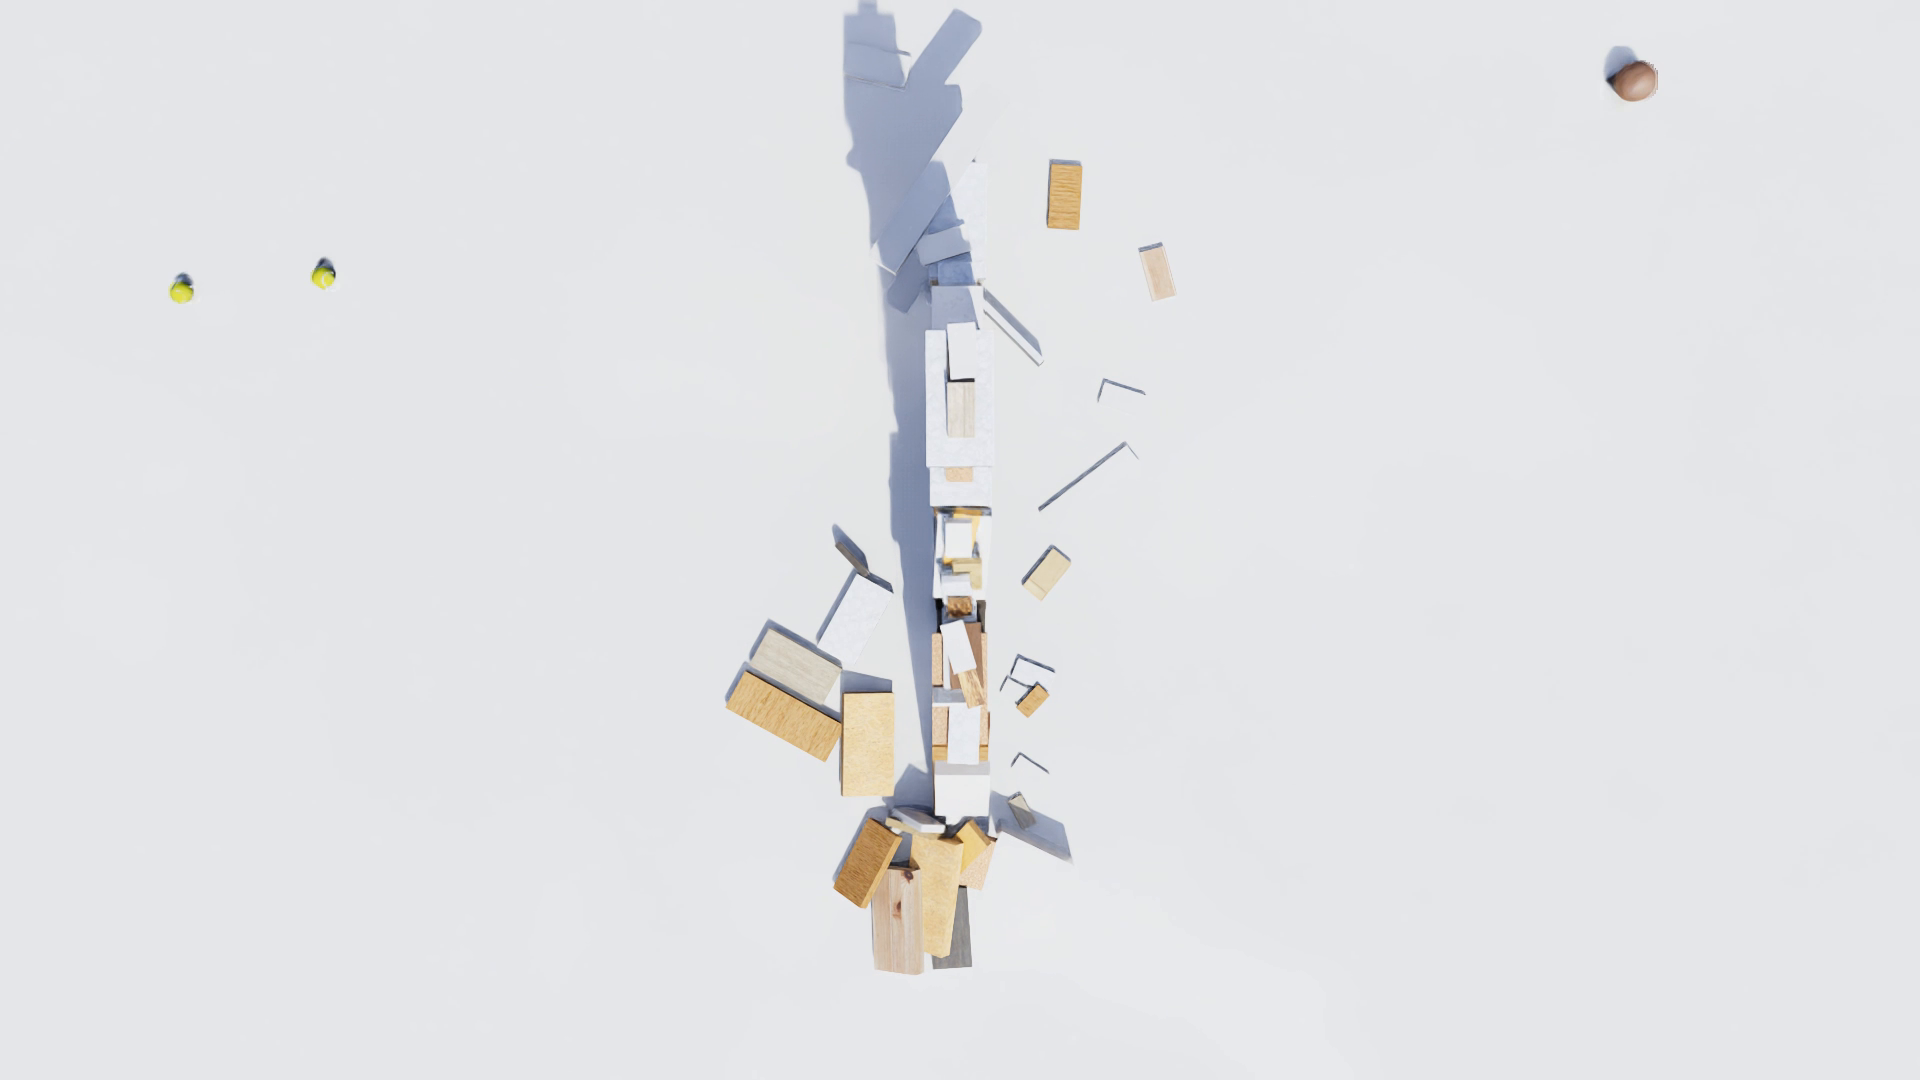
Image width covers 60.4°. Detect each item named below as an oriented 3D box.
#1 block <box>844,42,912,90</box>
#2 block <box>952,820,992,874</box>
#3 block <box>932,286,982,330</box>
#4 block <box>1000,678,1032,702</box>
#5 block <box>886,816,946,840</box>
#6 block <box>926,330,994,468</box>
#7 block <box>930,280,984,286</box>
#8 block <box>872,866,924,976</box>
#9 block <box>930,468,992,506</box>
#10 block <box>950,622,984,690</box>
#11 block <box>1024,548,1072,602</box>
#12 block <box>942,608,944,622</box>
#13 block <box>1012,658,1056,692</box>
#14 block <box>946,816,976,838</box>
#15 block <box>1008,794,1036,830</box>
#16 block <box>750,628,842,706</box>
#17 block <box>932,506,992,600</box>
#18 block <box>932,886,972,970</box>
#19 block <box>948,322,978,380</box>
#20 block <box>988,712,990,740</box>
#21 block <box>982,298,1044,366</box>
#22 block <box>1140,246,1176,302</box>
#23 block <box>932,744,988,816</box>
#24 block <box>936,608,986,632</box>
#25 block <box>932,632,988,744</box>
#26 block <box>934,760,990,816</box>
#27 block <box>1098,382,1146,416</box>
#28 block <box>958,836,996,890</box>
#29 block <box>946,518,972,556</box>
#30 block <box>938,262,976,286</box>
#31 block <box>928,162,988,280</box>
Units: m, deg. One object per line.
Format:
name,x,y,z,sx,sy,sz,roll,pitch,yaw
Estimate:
block,-0.273,-1.575,5.485,0.208,0.029,0.104,13,90,0
block,0.012,1.012,5.393,0.100,0.028,0.200,49,126,14
block,-0.007,-0.559,4.554,0.140,0.040,0.280,0,90,0
block,0.194,0.509,5.492,0.107,0.015,0.054,28,90,0
block,-0.145,0.943,5.417,0.179,0.090,0.025,13,95,29
block,0.001,-0.351,4.109,0.169,0.048,0.337,0,90,0
block,-0.013,-0.880,5.322,0.178,0.356,0.050,-6,89,0
block,-0.206,1.250,5.433,0.169,0.048,0.338,-2,90,34
block,0.003,-0.260,4.493,0.168,0.048,0.336,0,90,0
block,0.017,0.334,4.744,0.095,0.027,0.189,-3,91,0
block,0.290,0.117,5.489,0.081,0.023,0.162,39,90,0
block,-0.003,0.207,4.934,0.101,0.029,0.203,0,89,0
block,0.244,0.450,5.491,0.134,0.019,0.067,22,90,0
block,0.004,0.945,5.428,0.100,0.028,0.200,1,128,0
block,0.205,0.907,5.492,0.054,0.015,0.107,-28,90,0
block,-0.544,0.421,5.480,0.276,0.039,0.138,29,90,0
block,0.005,0.038,4.679,0.152,0.043,0.303,2,128,-2
block,-0.033,1.288,5.481,0.131,0.037,0.263,-4,90,0
block,0.007,-0.465,4.057,0.068,0.019,0.136,-3,90,0
block,0.005,0.589,5.101,0.170,0.340,0.048,1,72,0
block,0.168,-0.687,5.458,0.289,0.083,0.024,45,90,0
block,0.659,-0.885,5.488,0.083,0.024,0.167,-15,90,0
block,0.000,0.749,5.242,0.170,0.569,0.048,1,60,0
block,0.003,0.363,5.173,0.152,0.043,0.303,0,90,0
block,0.000,0.432,4.809,0.161,0.046,0.321,0,91,0
block,0.007,0.786,5.210,0.170,0.340,0.048,1,60,0
block,0.539,-0.467,5.490,0.145,0.021,0.072,18,90,0
block,0.048,1.059,5.445,0.100,0.028,0.200,15,115,0
block,-0.004,-0.007,4.527,0.072,0.144,0.020,0,50,0
block,-0.007,-0.722,4.987,0.115,0.033,0.230,0,90,0
block,-0.006,-0.988,5.119,0.178,0.050,0.356,1,90,0
